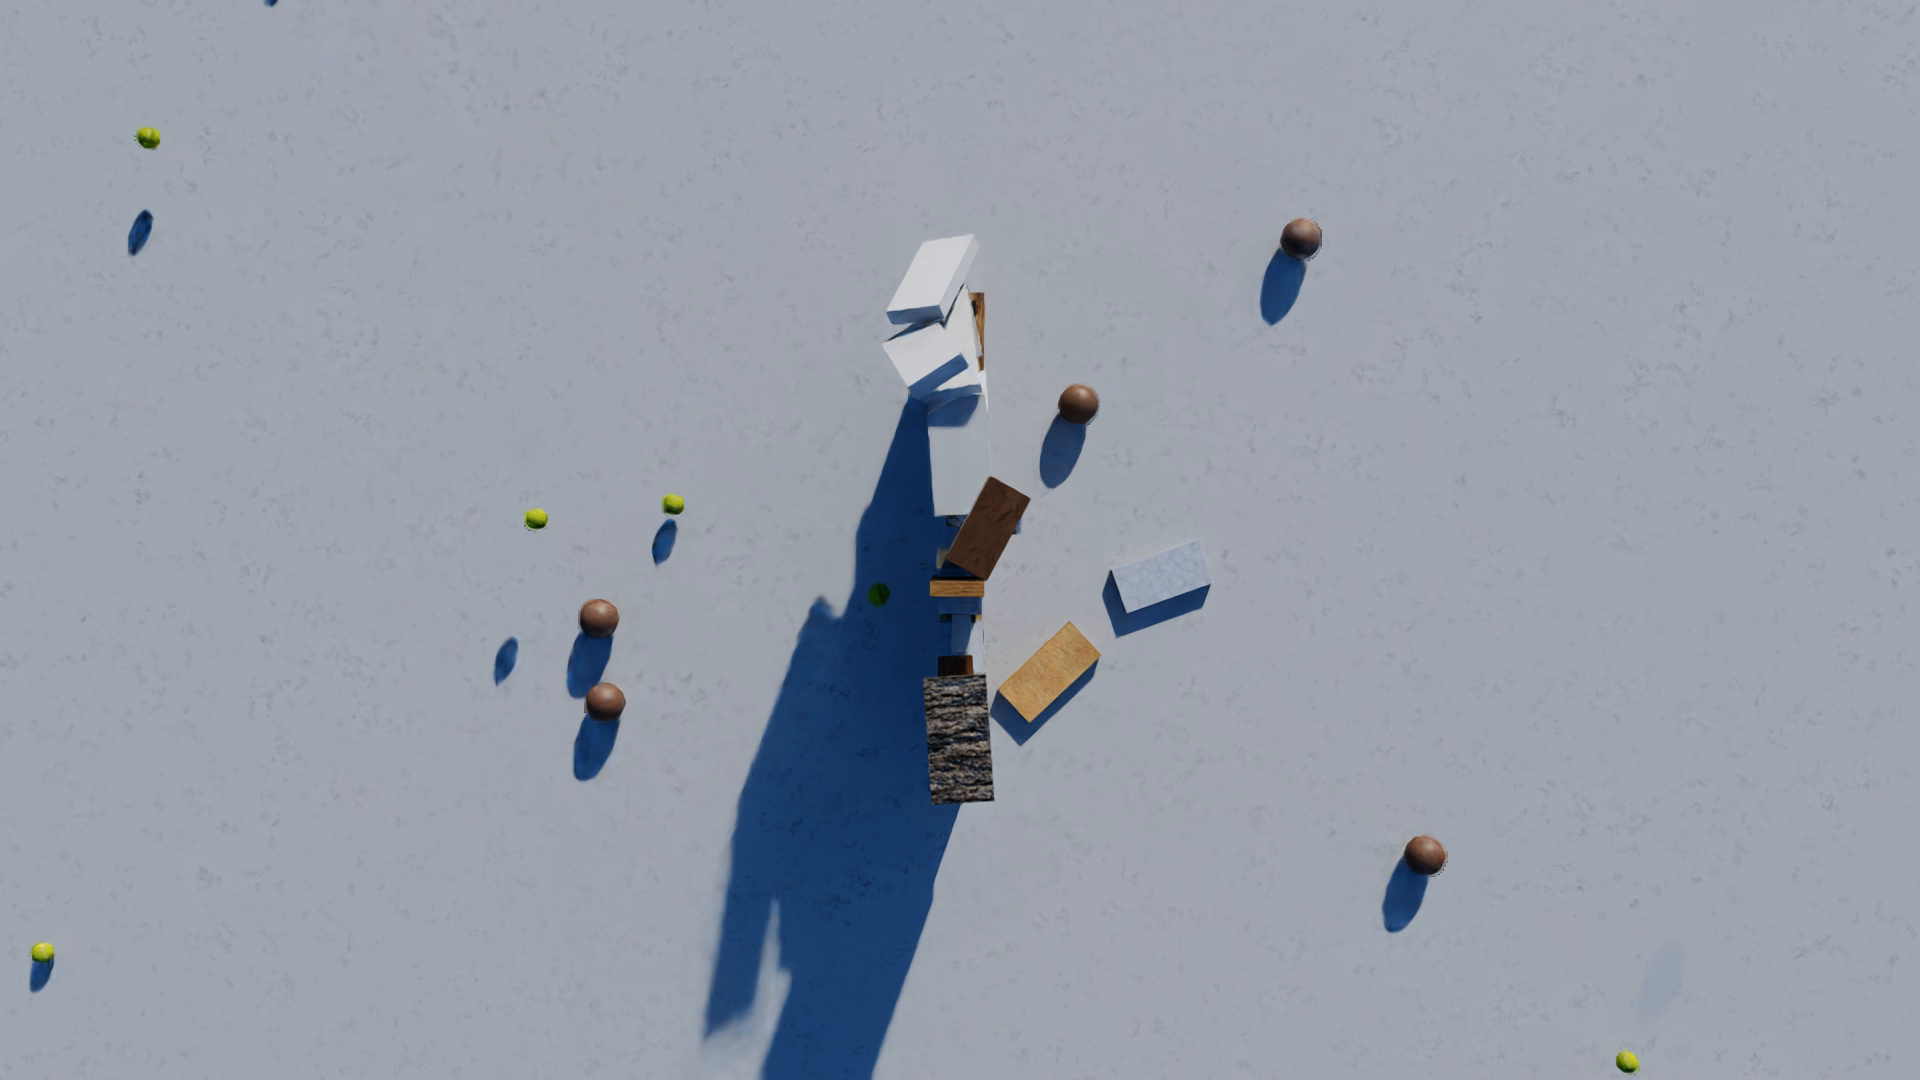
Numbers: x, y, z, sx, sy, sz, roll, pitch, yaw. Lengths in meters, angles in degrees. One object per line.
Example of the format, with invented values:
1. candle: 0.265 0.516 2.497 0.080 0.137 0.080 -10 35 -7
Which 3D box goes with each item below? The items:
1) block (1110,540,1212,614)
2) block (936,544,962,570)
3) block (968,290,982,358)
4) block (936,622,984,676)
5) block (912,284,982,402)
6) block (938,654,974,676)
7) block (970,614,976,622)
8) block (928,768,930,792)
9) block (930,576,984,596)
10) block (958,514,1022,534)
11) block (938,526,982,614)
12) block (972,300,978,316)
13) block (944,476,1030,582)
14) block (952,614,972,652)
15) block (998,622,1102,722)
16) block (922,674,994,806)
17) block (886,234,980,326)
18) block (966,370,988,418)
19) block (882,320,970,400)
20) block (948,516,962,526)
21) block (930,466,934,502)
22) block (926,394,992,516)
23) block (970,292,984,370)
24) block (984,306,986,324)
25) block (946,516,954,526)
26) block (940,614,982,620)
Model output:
1. block: 0.670 0.121 5.478 0.304 0.043 0.152 -20 91 0
2. block: 0.001 0.049 4.772 0.132 0.264 0.037 1 96 0
3. block: -0.002 -0.636 4.906 0.101 0.029 0.202 -12 90 2
4. block: 0.000 0.402 5.191 0.144 0.041 0.289 0 90 0
5. block: -0.043 -0.573 4.793 0.172 0.049 0.344 -9 63 4
6. block: -0.010 0.452 4.945 0.105 0.030 0.211 -3 90 0
7. block: 0.018 0.244 5.128 0.057 0.145 0.016 -4 91 0
8. block: -0.003 0.679 4.918 0.174 0.671 0.049 3 90 0
9. block: -0.008 0.132 4.752 0.152 0.304 0.043 1 91 0
10. block: 0.077 -0.069 4.834 0.132 0.384 0.037 -6 103 -9
11. block: 0.004 0.090 4.923 0.130 0.037 0.259 1 90 0
12. block: -0.001 -0.706 5.021 0.101 0.203 0.029 0 93 2
13. block: 0.077 -0.032 4.621 0.132 0.037 0.264 29 86 -8
14. block: 0.003 0.284 5.048 0.057 0.016 0.114 2 90 0
15. block: 0.298 0.438 5.478 0.329 0.043 0.152 -43 90 0
16. block: -0.003 0.550 4.557 0.174 0.049 0.347 -4 90 0
17. block: -0.077 -0.762 4.819 0.172 0.344 0.049 -3 133 27
18. block: -0.004 -0.428 4.961 0.171 0.341 0.048 -1 116 0
19. block: -0.100 -0.518 4.620 0.172 0.344 0.049 -32 120 2
20. block: 0.021 -0.059 5.176 0.083 0.263 0.024 0 96 -8
21. block: -0.004 -0.203 5.003 0.171 0.432 0.048 -2 109 0
22. block: 0.000 -0.244 4.769 0.171 0.048 0.341 -4 89 0
23. block: -0.007 -0.605 5.148 0.164 0.047 0.329 0 90 0
24. block: -0.003 -0.713 5.336 0.164 0.329 0.047 0 90 0
25. block: -0.002 -0.098 5.324 0.082 0.023 0.165 1 90 0
26. block: 0.003 0.121 5.220 0.131 0.037 0.262 0 90 0
